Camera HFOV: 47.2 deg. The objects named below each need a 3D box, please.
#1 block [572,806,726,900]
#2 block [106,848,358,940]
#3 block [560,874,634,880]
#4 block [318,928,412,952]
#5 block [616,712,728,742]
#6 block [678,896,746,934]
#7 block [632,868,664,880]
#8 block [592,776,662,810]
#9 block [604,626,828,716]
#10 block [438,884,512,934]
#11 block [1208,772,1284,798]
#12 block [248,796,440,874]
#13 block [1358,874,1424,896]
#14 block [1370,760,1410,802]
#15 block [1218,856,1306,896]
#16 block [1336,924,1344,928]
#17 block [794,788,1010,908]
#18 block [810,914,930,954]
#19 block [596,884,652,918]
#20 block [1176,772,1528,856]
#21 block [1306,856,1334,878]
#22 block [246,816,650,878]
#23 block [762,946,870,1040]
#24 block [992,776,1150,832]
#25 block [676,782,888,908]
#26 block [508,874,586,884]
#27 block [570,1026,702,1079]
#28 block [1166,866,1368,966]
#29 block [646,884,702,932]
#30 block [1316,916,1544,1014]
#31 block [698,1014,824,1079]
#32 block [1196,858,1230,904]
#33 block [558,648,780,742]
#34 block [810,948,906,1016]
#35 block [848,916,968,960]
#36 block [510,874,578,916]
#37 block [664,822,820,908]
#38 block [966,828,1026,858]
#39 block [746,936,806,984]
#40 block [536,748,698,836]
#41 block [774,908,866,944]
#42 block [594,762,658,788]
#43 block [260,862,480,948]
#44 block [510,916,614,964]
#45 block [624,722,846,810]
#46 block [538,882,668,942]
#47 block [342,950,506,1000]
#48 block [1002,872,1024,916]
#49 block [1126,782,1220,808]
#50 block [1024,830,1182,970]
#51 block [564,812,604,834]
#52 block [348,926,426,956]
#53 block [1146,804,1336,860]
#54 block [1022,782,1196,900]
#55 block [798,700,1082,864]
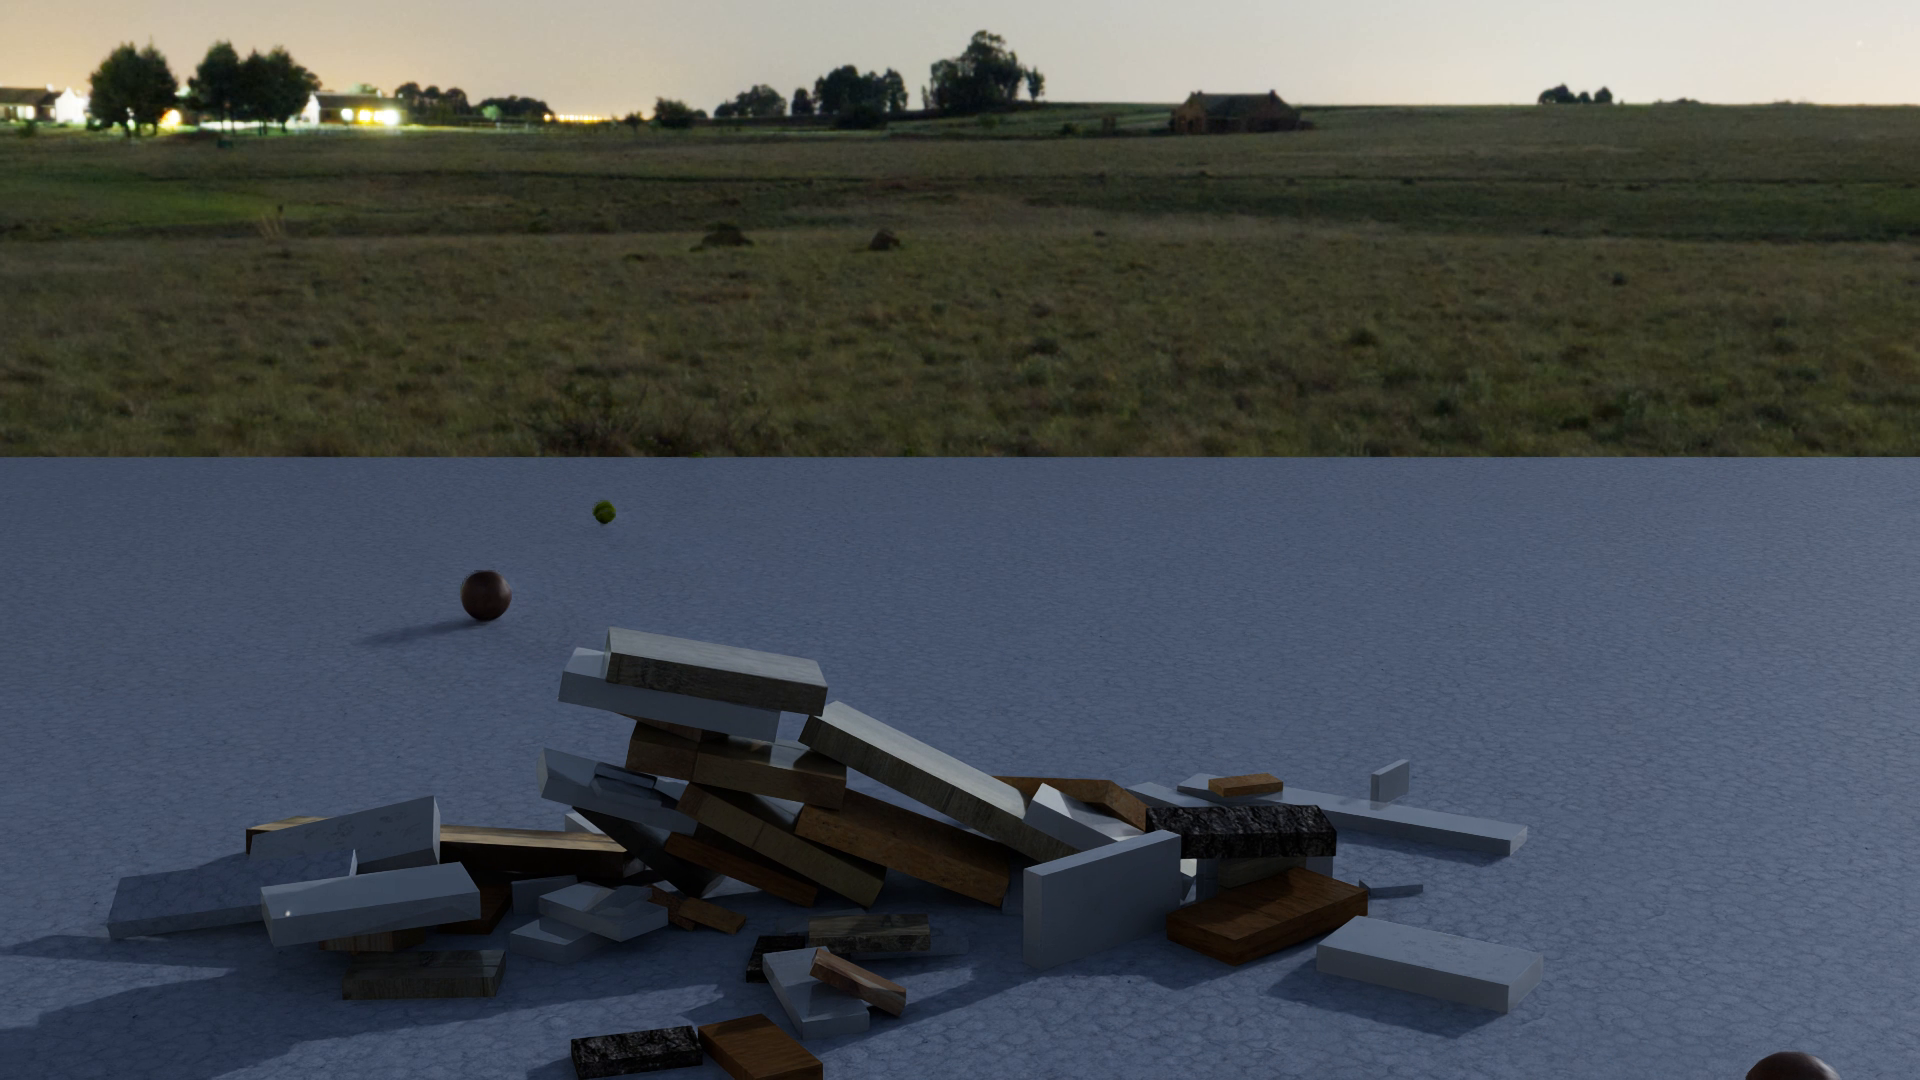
[{"bbox_3d":[-0.512,0.497,3.667,0.258,0.037,0.129,36,11,8],"label":"block"},{"bbox_3d":[-1.160,0.565,3.516,0.371,0.032,0.114,-7,31,-5],"label":"block"},{"bbox_3d":[-0.611,0.558,3.703,0.119,0.017,0.059,0,2,-5],"label":"block"},{"bbox_3d":[-0.907,0.585,3.438,0.114,0.032,0.229,1,11,4],"label":"block"},{"bbox_3d":[-0.487,0.295,3.696,0.184,0.026,0.092,16,10,24],"label":"block"},{"bbox_3d":[-0.395,0.599,3.510,0.098,0.014,0.049,18,14,9],"label":"block"},{"bbox_3d":[-0.556,0.563,3.769,0.119,0.017,0.059,1,11,6],"label":"block"},{"bbox_3d":[-0.539,0.409,3.554,0.105,0.015,0.053,15,13,-29],"label":"block"},{"bbox_3d":[-0.412,0.220,3.688,0.360,0.051,0.180,10,9,-12],"label":"block"},{"bbox_3d":[-0.782,0.598,3.563,0.084,0.024,0.167,1,11,3],"label":"block"},{"bbox_3d":[0.540,0.463,4.154,0.125,0.018,0.063,-4,11,-20],"label":"block"},{"bbox_3d":[-1.024,0.519,3.662,0.306,0.043,0.153,-12,29,-6],"label":"block"},{"bbox_3d":[0.723,0.580,3.689,0.095,0.013,0.047,-2,11,-13],"label":"block"},{"bbox_3d":[0.819,0.462,4.186,0.018,0.063,0.125,8,13,37],"label":"block"},{"bbox_3d":[0.496,0.557,3.607,0.176,0.088,0.025,-8,13,-35],"label":"block"},{"bbox_3d":[0.633,0.613,3.507,0.047,0.013,0.094,-6,12,-31],"label":"block"},{"bbox_3d":[-0.092,0.502,3.671,0.356,0.050,0.178,20,9,-2],"label":"block"},{"bbox_3d":[-0.140,0.604,3.378,0.184,0.026,0.092,-1,11,-4],"label":"block"},{"bbox_3d":[-0.526,0.565,3.444,0.049,0.014,0.098,4,11,18],"label":"block"},{"bbox_3d":[0.714,0.503,4.063,0.645,0.028,0.097,6,12,30],"label":"block"},{"bbox_3d":[0.539,0.541,3.695,0.176,0.088,0.025,-2,11,-11],"label":"block"},{"bbox_3d":[-0.870,0.524,3.770,0.713,0.043,0.153,1,2,17],"label":"block"},{"bbox_3d":[-0.211,0.654,3.188,0.098,0.028,0.219,-4,17,-19],"label":"block"},{"bbox_3d":[0.188,0.465,3.846,0.292,0.041,0.146,-4,-31,44],"label":"block"},{"bbox_3d":[-0.290,0.483,3.660,0.356,0.050,0.178,27,9,-2],"label":"block"},{"bbox_3d":[-0.693,0.579,3.681,0.119,0.017,0.059,0,10,3],"label":"block"},{"bbox_3d":[-0.443,0.701,3.008,0.167,0.024,0.084,-3,11,-16],"label":"block"},{"bbox_3d":[0.489,0.594,3.488,0.299,0.042,0.149,-12,15,-37],"label":"block"},{"bbox_3d":[-0.464,0.589,3.527,0.105,0.015,0.053,25,16,10],"label":"block"},{"bbox_3d":[0.706,0.635,3.309,0.299,0.042,0.149,7,13,33],"label":"block"},{"bbox_3d":[-0.274,0.701,2.996,0.098,0.028,0.195,-6,12,-29],"label":"block"},{"bbox_3d":[0.468,0.553,3.628,0.176,0.088,0.025,-6,12,-30],"label":"block"},{"bbox_3d":[-0.479,0.258,3.686,0.360,0.051,0.180,11,9,-4],"label":"block"},{"bbox_3d":[-0.147,0.638,3.176,0.143,0.020,0.072,26,6,-3],"label":"block"},{"bbox_3d":[-0.084,0.621,3.430,0.184,0.026,0.092,-2,11,-9],"label":"block"},{"bbox_3d":[-0.677,0.579,3.586,0.105,0.053,0.015,-4,11,-20],"label":"block"},{"bbox_3d":[-0.353,0.528,3.657,0.258,0.037,0.129,21,11,0],"label":"block"},{"bbox_3d":[0.012,0.538,3.871,0.194,0.028,0.097,-4,11,-19],"label":"block"},{"bbox_3d":[-0.280,0.639,3.352,0.072,0.020,0.143,0,11,3],"label":"block"},{"bbox_3d":[-0.563,0.414,3.618,0.258,0.037,0.129,18,12,-19],"label":"block"},{"bbox_3d":[-0.215,0.613,3.489,0.143,0.020,0.072,-4,11,-19],"label":"block"},{"bbox_3d":[-0.548,0.385,3.604,0.098,0.014,0.049,15,0,-2],"label":"block"},{"bbox_3d":[-0.906,0.557,3.378,0.306,0.043,0.153,-4,11,-23],"label":"block"},{"bbox_3d":[-0.596,0.610,3.473,0.110,0.031,0.220,6,12,29],"label":"block"},{"bbox_3d":[-0.368,0.366,3.660,0.356,0.050,0.178,11,9,-5],"label":"block"},{"bbox_3d":[-0.562,0.583,3.460,0.195,0.028,0.098,9,14,40],"label":"block"},{"bbox_3d":[-0.796,0.647,3.276,0.220,0.031,0.110,-1,11,-3],"label":"block"},{"bbox_3d":[0.100,0.581,3.613,0.051,0.015,0.103,1,25,6],"label":"block"},{"bbox_3d":[0.477,0.509,4.056,0.063,0.018,0.433,-9,14,-39],"label":"block"},{"bbox_3d":[0.224,0.558,3.432,0.299,0.149,0.042,-9,14,-39],"label":"block"},{"bbox_3d":[-0.610,0.520,3.904,0.114,0.032,0.229,-3,7,-28],"label":"block"},{"bbox_3d":[-0.951,0.607,3.494,0.110,0.031,0.221,-9,14,-39],"label":"block"},{"bbox_3d":[0.463,0.484,3.647,0.293,0.041,0.146,-1,11,-3],"label":"block"},{"bbox_3d":[0.252,0.499,3.648,0.292,0.041,0.146,25,8,6],"label":"block"},{"bbox_3d":[0.009,0.429,3.724,0.567,0.051,0.180,25,8,9],"label":"block"}]
